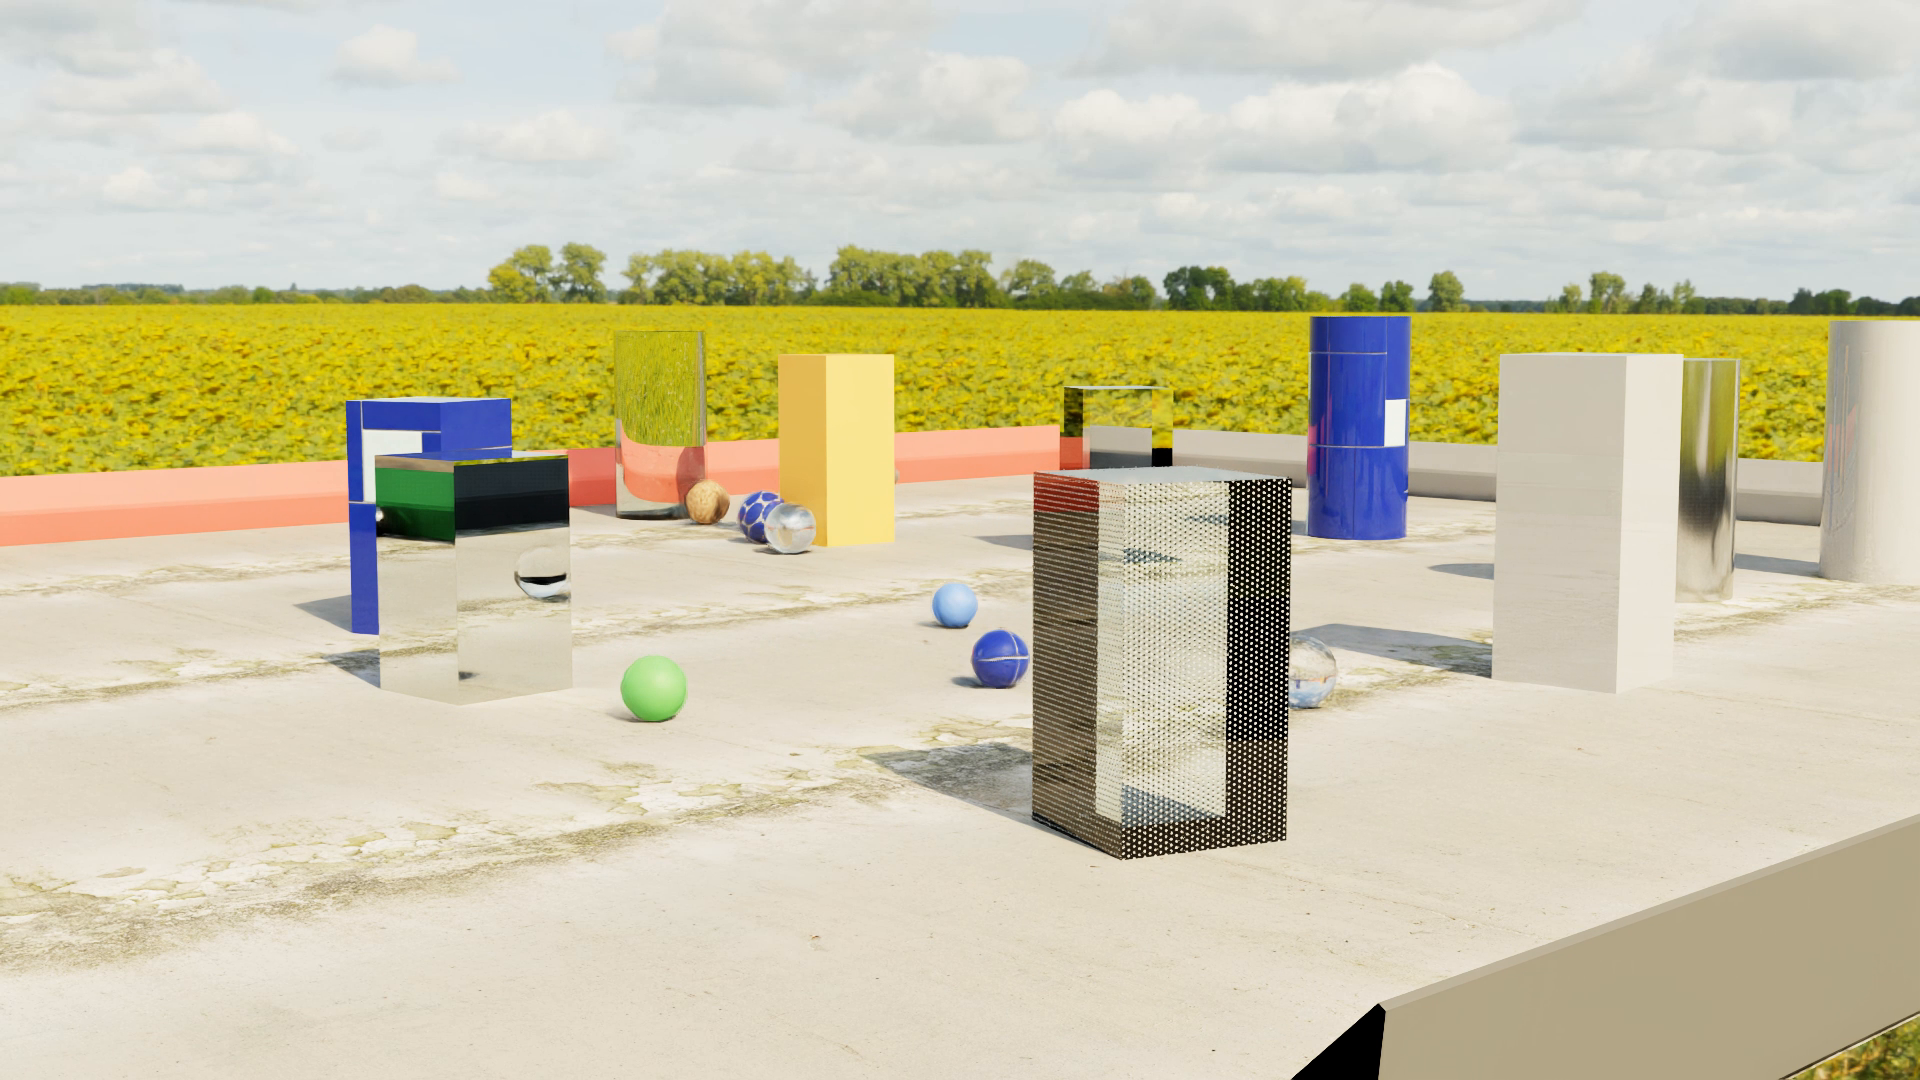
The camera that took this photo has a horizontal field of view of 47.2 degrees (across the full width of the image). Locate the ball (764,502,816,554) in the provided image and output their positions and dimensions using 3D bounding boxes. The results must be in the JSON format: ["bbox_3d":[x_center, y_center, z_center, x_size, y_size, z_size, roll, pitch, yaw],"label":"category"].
[{"bbox_3d":[-0.311,-0.022,4.044,0.095,0.095,0.095,0,6,0],"label":"ball"}]

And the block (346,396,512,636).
[{"bbox_3d":[-0.737,-0.035,3.070,0.159,0.322,0.159,3,7,24],"label":"block"}]

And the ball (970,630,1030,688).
[{"bbox_3d":[0.048,0.140,2.605,0.070,0.070,0.070,0,6,0],"label":"ball"}]

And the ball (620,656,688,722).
[{"bbox_3d":[-0.333,0.161,2.395,0.072,0.072,0.072,0,6,0],"label":"ball"}]

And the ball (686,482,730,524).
[{"bbox_3d":[-0.527,-0.077,4.594,0.091,0.091,0.091,0,6,0],"label":"ball"}]

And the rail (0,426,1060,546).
[{"bbox_3d":[-1.238,-0.105,4.666,4.333,0.129,0.045,-5,8,-42],"label":"rail"}]

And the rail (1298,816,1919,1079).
[{"bbox_3d":[1.238,0.173,1.997,4.333,0.129,0.045,-5,8,-42],"label":"rail"}]

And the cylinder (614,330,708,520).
[{"bbox_3d":[-0.647,-0.251,4.761,0.199,0.401,0.199,0,6,0],"label":"cylinder"}]

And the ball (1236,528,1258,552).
[{"bbox_3d":[0.534,0.000,4.089,0.041,0.041,0.041,0,6,0],"label":"ball"}]

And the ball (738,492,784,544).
[{"bbox_3d":[-0.376,-0.044,4.229,0.100,0.100,0.100,0,6,0],"label":"ball"}]

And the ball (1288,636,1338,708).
[{"bbox_3d":[0.383,0.148,2.472,0.082,0.082,0.082,0,6,0],"label":"ball"}]

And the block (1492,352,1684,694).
[{"bbox_3d":[0.757,-0.027,2.657,0.159,0.393,0.159,5,8,41],"label":"block"}]

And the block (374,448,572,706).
[{"bbox_3d":[-0.571,0.038,2.585,0.159,0.277,0.159,5,8,42],"label":"block"}]

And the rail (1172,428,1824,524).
[{"bbox_3d":[1.575,-0.117,4.777,0.045,0.129,3.699,-5,8,-42],"label":"rail"}]

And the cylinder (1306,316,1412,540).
[{"bbox_3d":[0.790,-0.225,4.359,0.199,0.434,0.199,0,6,0],"label":"cylinder"}]

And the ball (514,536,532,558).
[{"bbox_3d":[-0.797,0.012,3.981,0.040,0.040,0.040,0,6,0],"label":"ball"}]

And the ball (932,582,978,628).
[{"bbox_3d":[-0.007,0.092,3.097,0.064,0.064,0.064,0,6,0],"label":"ball"}]

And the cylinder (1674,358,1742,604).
[{"bbox_3d":[1.112,-0.098,3.444,0.199,0.370,0.199,0,6,0],"label":"cylinder"}]

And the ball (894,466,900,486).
[{"bbox_3d":[-0.177,-0.163,5.604,0.052,0.052,0.052,0,6,0],"label":"ball"}]

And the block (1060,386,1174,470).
[{"bbox_3d":[0.283,-0.125,4.013,0.159,0.306,0.159,-2,6,-17],"label":"block"}]

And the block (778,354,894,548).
[{"bbox_3d":[-0.239,-0.177,4.251,0.159,0.361,0.159,-5,8,-39],"label":"block"}]

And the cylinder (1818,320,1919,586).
[{"bbox_3d":[1.544,-0.150,3.660,0.199,0.428,0.199,0,6,0],"label":"cylinder"}]

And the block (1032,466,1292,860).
[{"bbox_3d":[0.169,0.097,1.877,0.159,0.306,0.159,-3,7,-25],"label":"block"}]
